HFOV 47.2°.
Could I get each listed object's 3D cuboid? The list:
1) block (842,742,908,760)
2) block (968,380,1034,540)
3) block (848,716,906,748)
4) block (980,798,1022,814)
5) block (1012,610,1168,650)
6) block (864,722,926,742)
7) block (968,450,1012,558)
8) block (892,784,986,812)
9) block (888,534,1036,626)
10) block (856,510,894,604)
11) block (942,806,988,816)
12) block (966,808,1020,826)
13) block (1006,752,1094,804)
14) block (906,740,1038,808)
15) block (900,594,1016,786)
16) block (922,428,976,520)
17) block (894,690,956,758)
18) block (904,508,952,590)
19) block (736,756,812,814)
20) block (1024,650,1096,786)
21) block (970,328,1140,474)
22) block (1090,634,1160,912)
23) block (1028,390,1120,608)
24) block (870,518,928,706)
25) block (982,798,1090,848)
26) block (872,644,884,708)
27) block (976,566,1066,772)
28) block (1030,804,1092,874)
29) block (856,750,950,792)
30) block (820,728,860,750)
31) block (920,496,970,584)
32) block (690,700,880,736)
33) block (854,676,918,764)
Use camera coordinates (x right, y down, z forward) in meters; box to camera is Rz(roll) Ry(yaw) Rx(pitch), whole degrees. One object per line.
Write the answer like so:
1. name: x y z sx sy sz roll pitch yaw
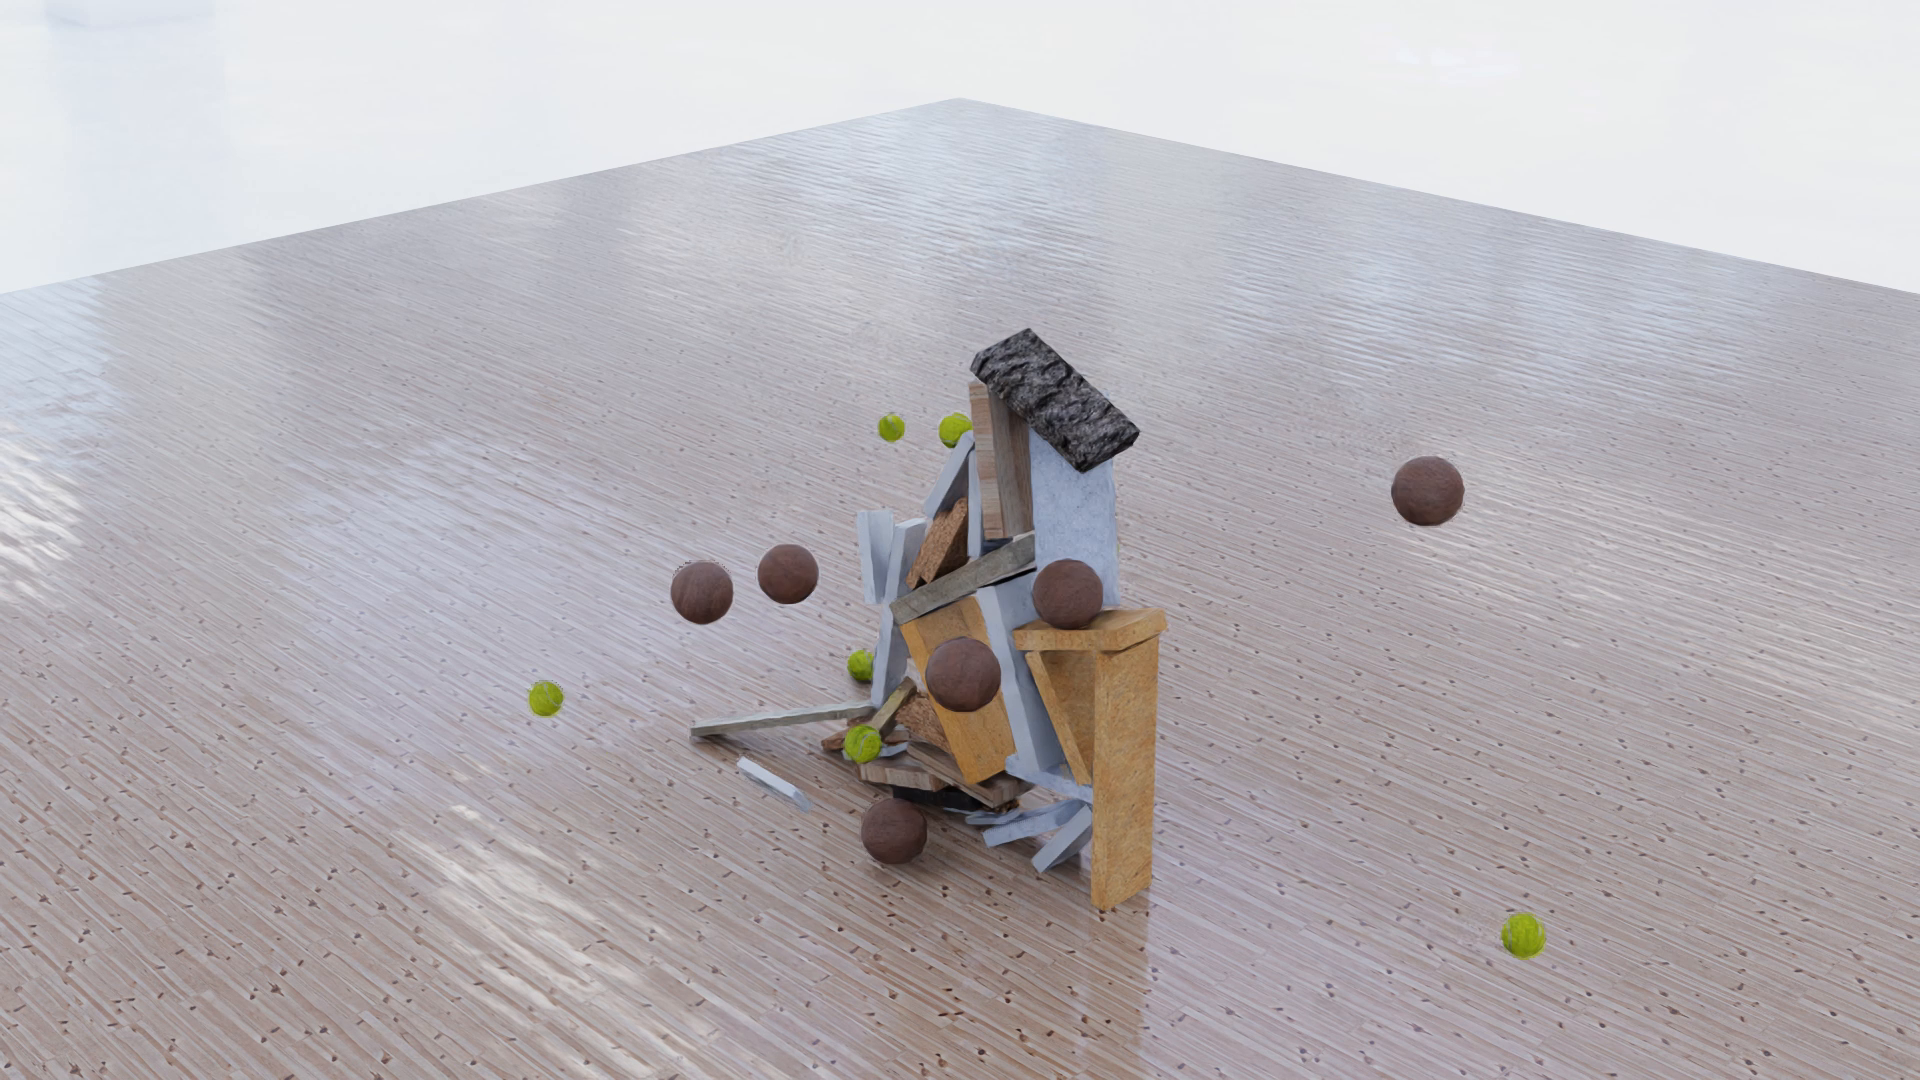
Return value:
1. block: -0.169 0.434 4.599 0.079 0.022 0.157 -19 5 -39
2. block: 0.088 -0.157 4.094 0.041 0.292 0.146 -2 7 35
3. block: -0.157 0.390 4.583 0.079 0.022 0.157 -17 21 -34
4. block: 0.066 0.523 4.371 0.053 0.015 0.106 -18 12 -38
5. block: 0.237 0.164 4.041 0.132 0.037 0.265 -21 12 -41
6. block: -0.106 0.376 4.478 0.176 0.025 0.088 0 23 47
7. block: 0.058 -0.076 4.150 0.029 0.203 0.101 13 22 36
8. block: -0.012 0.499 4.443 0.124 0.035 0.248 -19 13 -39
9. block: 0.030 0.070 4.228 0.168 0.048 0.337 -22 -4 -45
10. block: -0.161 0.034 4.364 0.026 0.184 0.092 -6 -2 31
11. block: 0.021 0.534 4.435 0.106 0.015 0.053 2 16 42
12. block: 0.064 0.552 4.387 0.053 0.015 0.106 -20 6 -38
13. block: 0.210 0.440 4.181 0.228 0.032 0.114 15 25 42
14. block: 0.023 0.448 4.375 0.124 0.035 0.247 -21 33 -40
15. block: 0.021 0.293 4.312 0.168 0.337 0.048 -22 -2 -42
16. block: 0.008 -0.131 4.177 0.029 0.203 0.101 44 38 20
17. block: -0.033 0.372 4.382 0.176 0.025 0.088 30 40 19
18. block: -0.037 0.011 4.272 0.026 0.184 0.092 45 41 22
19. block: -0.334 0.440 3.953 0.140 0.070 0.020 25 71 34
20. block: 0.226 0.312 4.111 0.132 0.265 0.037 -21 -2 -43
21. block: 0.171 -0.254 3.974 0.293 0.041 0.146 44 47 18
22. block: 0.305 0.430 4.075 0.037 0.525 0.132 20 30 40
23. block: 0.211 -0.075 4.070 0.146 0.397 0.041 -3 1 19
24. block: -0.122 0.142 4.362 0.026 0.367 0.092 15 17 23
25. block: 0.155 0.545 4.279 0.114 0.032 0.228 -20 -4 -39
26. block: -0.149 0.264 4.434 0.020 0.140 0.070 15 28 23
27. block: 0.148 0.241 4.166 0.168 0.359 0.048 -19 8 -42
28. block: 0.234 0.552 4.204 0.114 0.228 0.032 -22 69 -41
29. block: -0.087 0.466 4.505 0.124 0.035 0.248 -19 13 -39
30. block: -0.215 0.417 4.665 0.157 0.022 0.079 -13 7 46
31. block: 0.002 -0.008 4.233 0.029 0.202 0.101 45 40 22
32. block: -0.362 0.377 4.678 0.444 0.020 0.070 -8 7 21
33. block: -0.147 0.361 4.402 0.025 0.088 0.176 34 71 15
